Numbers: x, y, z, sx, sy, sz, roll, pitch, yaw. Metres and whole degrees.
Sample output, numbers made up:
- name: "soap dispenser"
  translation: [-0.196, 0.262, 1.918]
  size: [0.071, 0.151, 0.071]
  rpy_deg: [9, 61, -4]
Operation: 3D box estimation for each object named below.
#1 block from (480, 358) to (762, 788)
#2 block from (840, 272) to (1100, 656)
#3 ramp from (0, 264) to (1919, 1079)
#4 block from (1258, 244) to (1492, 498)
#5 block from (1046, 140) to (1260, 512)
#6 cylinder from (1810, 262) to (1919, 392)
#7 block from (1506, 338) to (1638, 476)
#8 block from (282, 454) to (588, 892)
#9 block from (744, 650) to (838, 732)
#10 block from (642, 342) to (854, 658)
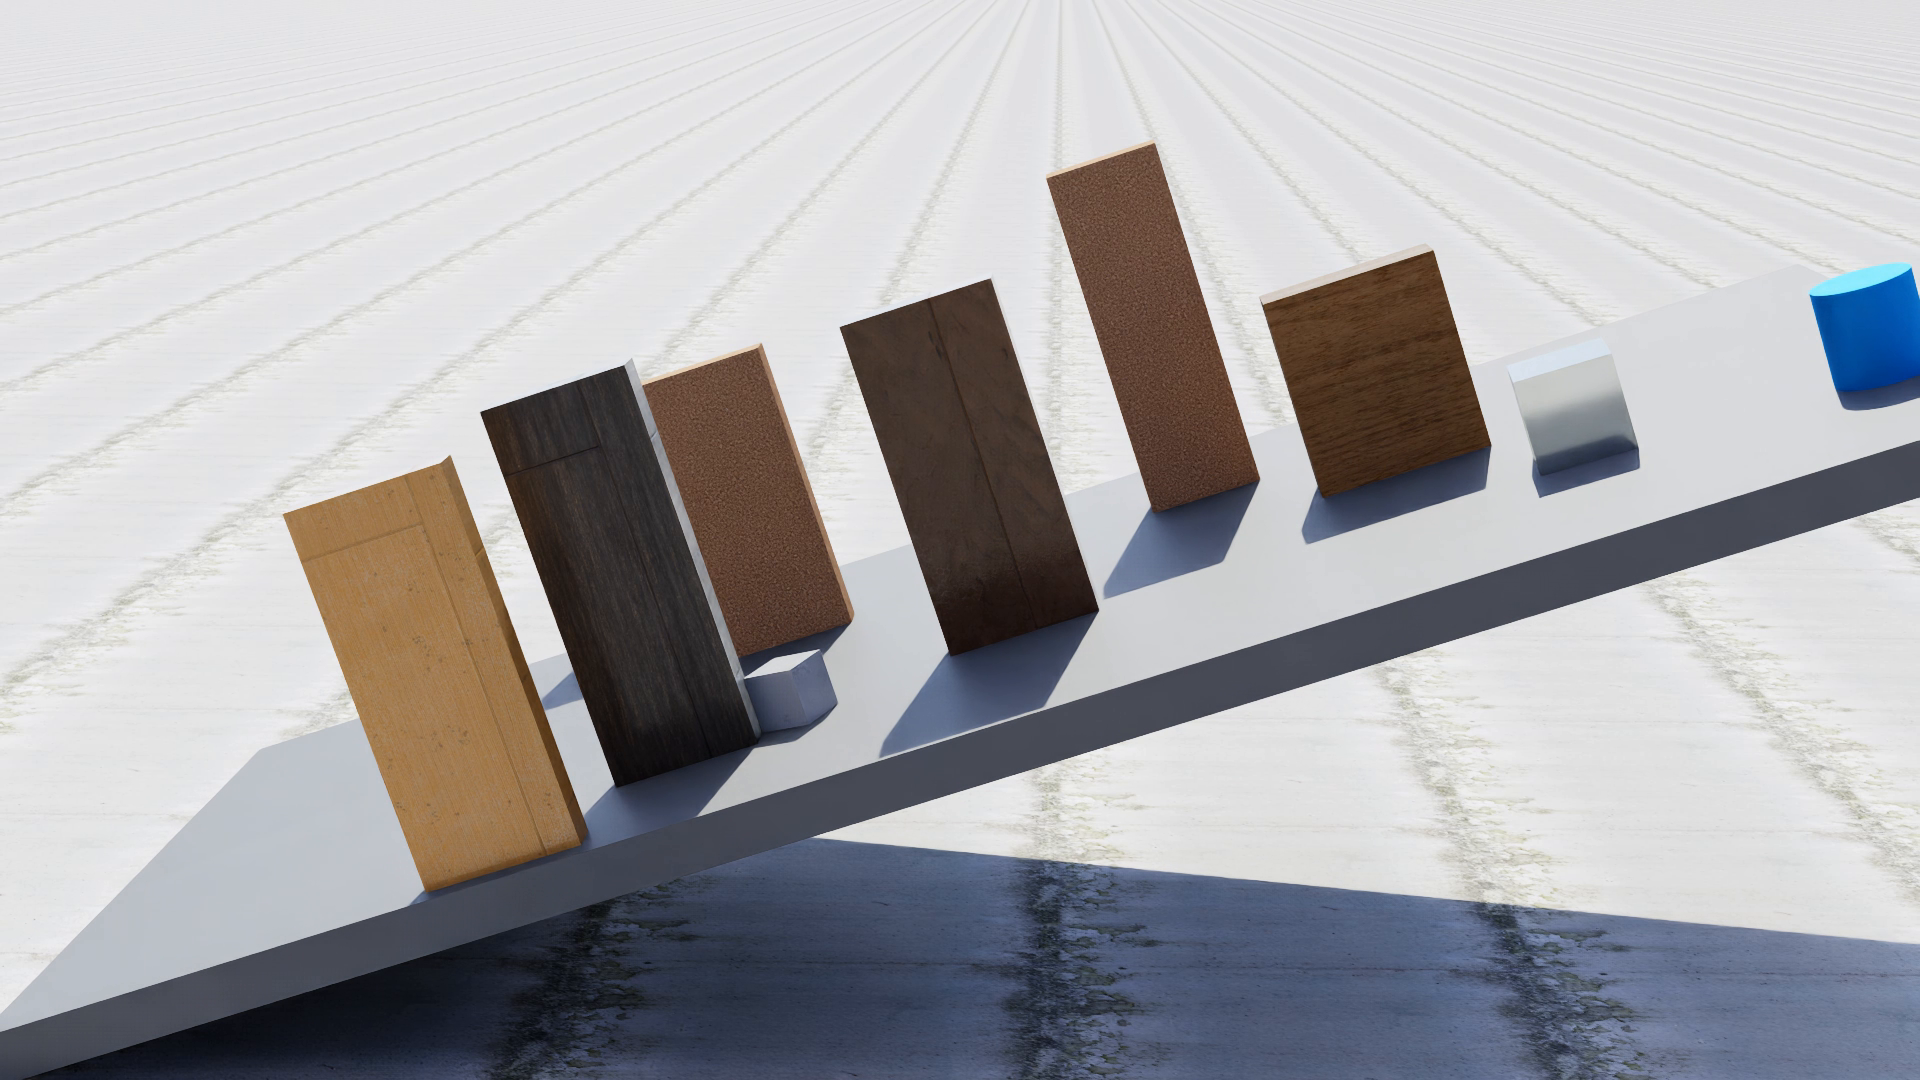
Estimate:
- name: "block"
  translation: [-0.658, 0.066, 5.765]
  size: [0.297, 0.789, 0.103]
  rpy_deg: [-17, 11, 5]
- name: "block"
  translation: [0.023, -0.151, 5.932]
  size: [0.316, 0.707, 0.102]
  rpy_deg: [-17, 11, 5]
- name: "ramp"
  translation: [0.103, 0.182, 6.309]
  size: [4.000, 0.100, 2.000]
  rpy_deg: [-17, 11, 5]
- name: "block"
  translation: [0.885, -0.363, 6.284]
  size: [0.372, 0.436, 0.142]
  rpy_deg: [-17, 11, 5]
- name: "block"
  translation: [0.439, -0.483, 6.668]
  size: [0.255, 0.799, 0.116]
  rpy_deg: [-17, 11, 5]
- name: "cylinder"
  translation: [1.766, -0.412, 5.691]
  size: [0.195, 0.195, 0.195]
  rpy_deg: [-18, 11, 3]
- name: "block"
  translation: [1.222, -0.268, 5.876]
  size: [0.197, 0.197, 0.197]
  rpy_deg: [-17, 11, 10]
- name: "block"
  translation: [-0.965, 0.250, 5.439]
  size: [0.308, 0.756, 0.088]
  rpy_deg: [-17, 11, 5]
- name: "block"
  translation: [-0.336, 0.301, 5.859]
  size: [0.116, 0.116, 0.116]
  rpy_deg: [-12, 12, 32]
- name: "block"
  translation: [-0.531, -0.070, 6.614]
  size: [0.395, 0.653, 0.090]
  rpy_deg: [-17, 11, 5]
